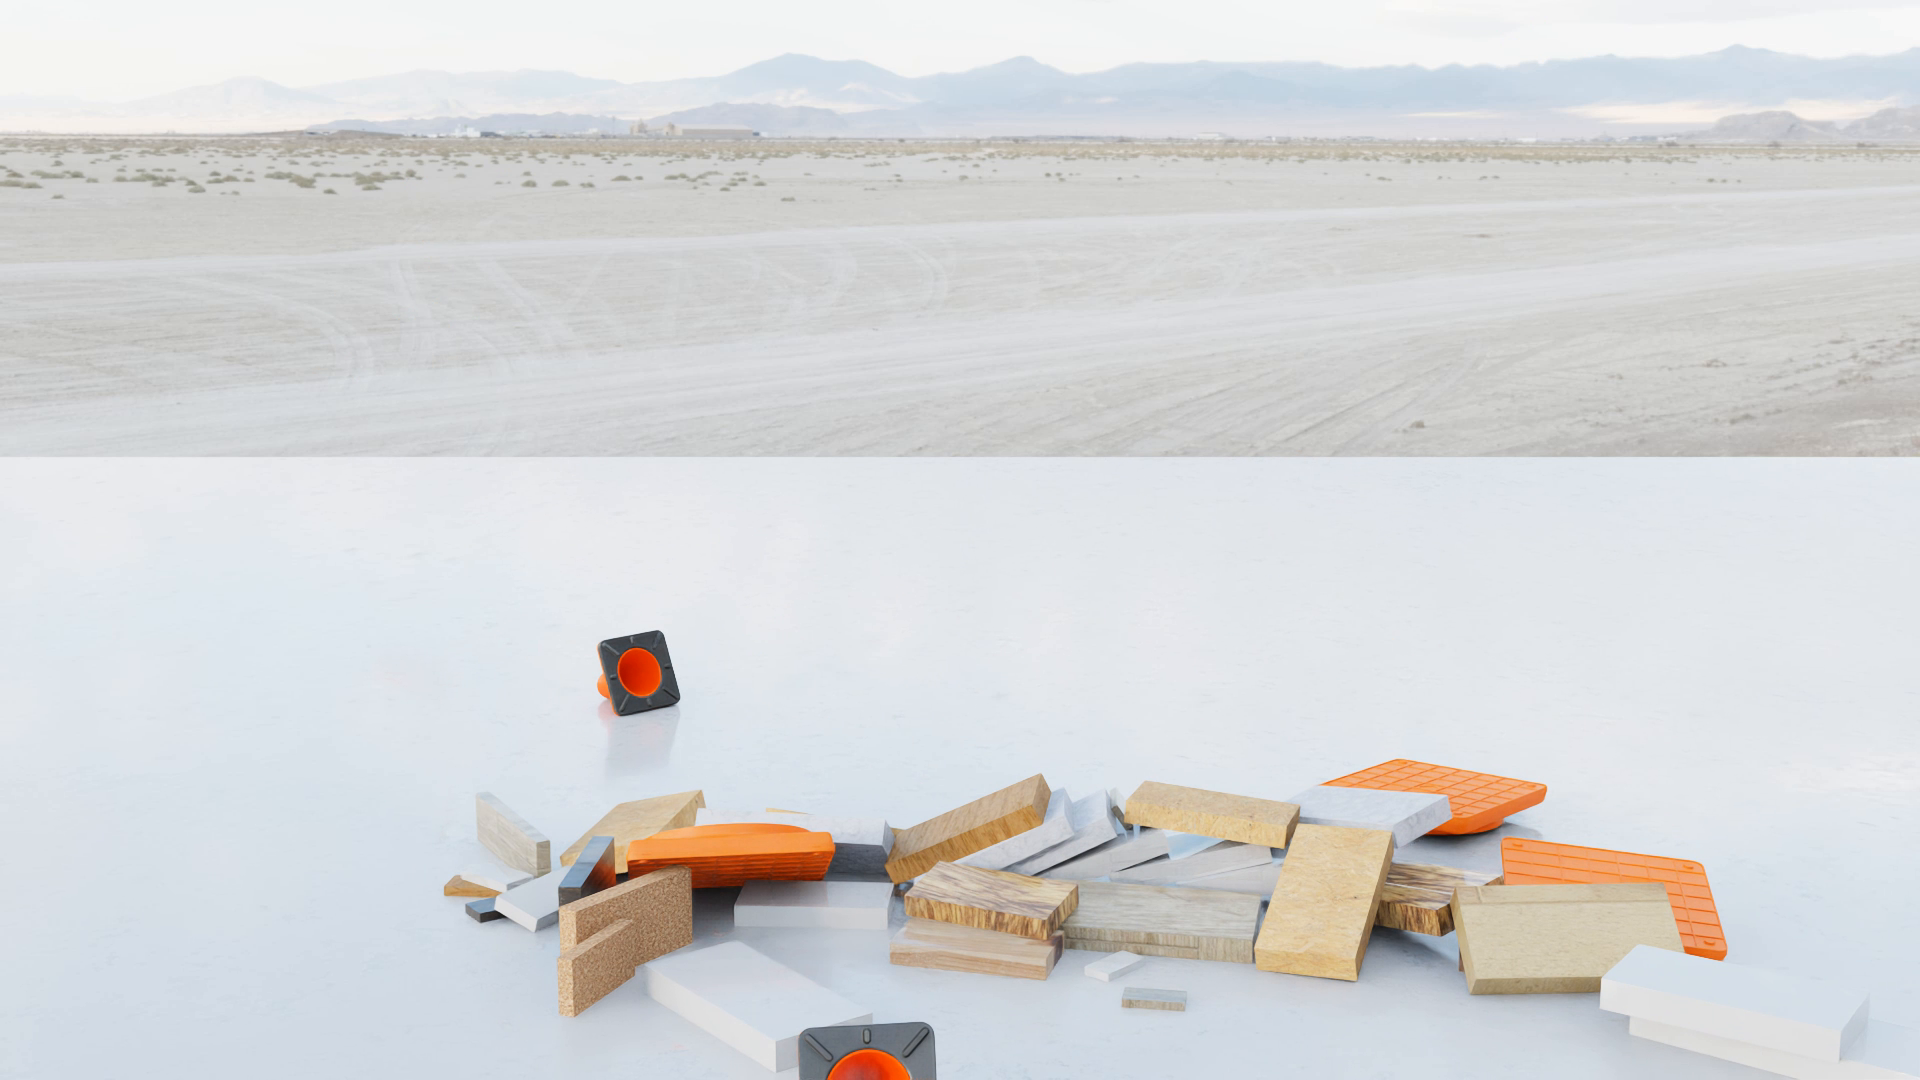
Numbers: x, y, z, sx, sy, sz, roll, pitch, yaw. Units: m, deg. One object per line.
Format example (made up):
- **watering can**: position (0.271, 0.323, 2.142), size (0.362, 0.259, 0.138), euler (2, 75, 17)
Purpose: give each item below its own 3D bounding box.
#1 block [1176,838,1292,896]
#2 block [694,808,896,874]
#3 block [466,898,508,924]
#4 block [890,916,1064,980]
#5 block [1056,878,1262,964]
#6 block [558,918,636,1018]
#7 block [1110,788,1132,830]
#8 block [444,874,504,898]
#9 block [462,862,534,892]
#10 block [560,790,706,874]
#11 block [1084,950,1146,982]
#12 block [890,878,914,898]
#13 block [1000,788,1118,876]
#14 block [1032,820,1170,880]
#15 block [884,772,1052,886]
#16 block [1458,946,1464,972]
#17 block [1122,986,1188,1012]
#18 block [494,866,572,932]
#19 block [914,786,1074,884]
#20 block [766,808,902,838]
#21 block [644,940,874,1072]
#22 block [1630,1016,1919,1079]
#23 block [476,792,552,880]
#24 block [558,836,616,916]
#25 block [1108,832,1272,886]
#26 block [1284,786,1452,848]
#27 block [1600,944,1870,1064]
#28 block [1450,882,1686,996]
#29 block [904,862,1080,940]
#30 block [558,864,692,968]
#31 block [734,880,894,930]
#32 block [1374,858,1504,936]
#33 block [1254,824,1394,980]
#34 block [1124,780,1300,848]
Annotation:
- **block**: position (0.516, 0.540, 3.636), size (0.305, 0.043, 0.153), euler (-11, 8, 11)
- **block**: position (-0.273, 0.512, 3.725), size (0.322, 0.046, 0.161), euler (2, -26, 10)
- **block**: position (-0.740, 0.597, 3.586), size (0.116, 0.016, 0.058), euler (-7, 13, -35)
- **block**: position (0.027, 0.626, 3.379), size (0.245, 0.035, 0.122), euler (3, 11, 15)
- **block**: position (0.300, 0.597, 3.452), size (0.329, 0.040, 0.143), euler (2, 21, 13)
- **block**: position (-0.533, 0.627, 3.231), size (0.025, 0.087, 0.174), euler (4, 11, 21)
- **block**: position (0.270, 0.451, 3.695), size (0.013, 0.046, 0.092), euler (-33, 9, 9)
- **block**: position (-0.797, 0.580, 3.679), size (0.116, 0.016, 0.058), euler (1, 11, 6)
- **block**: position (-0.773, 0.564, 3.676), size (0.116, 0.016, 0.058), euler (8, 13, 38)
- **block**: position (-0.566, 0.514, 3.844), size (0.161, 0.046, 0.322), euler (-11, 7, 11)
- **block**: position (0.236, 0.646, 3.333), size (0.046, 0.013, 0.092), euler (9, 14, 42)
- **block**: position (-0.092, 0.578, 3.697), size (0.046, 0.013, 0.092), euler (3, 11, 16)
- **block**: position (0.128, 0.509, 3.660), size (0.274, 0.039, 0.137), euler (-26, 11, 8)
- **block**: position (0.211, 0.526, 3.663), size (0.266, 0.038, 0.133), euler (-20, 11, 1)
- **block**: position (0.014, 0.480, 3.653), size (0.274, 0.039, 0.137), euler (-24, 11, 15)
- **block**: position (0.840, 0.638, 3.348), size (0.157, 0.022, 0.079), euler (2, 11, 12)
- **block**: position (0.284, 0.669, 3.206), size (0.092, 0.013, 0.046), euler (2, 11, 10)
- **block**: position (-0.664, 0.583, 3.578), size (0.087, 0.025, 0.174), euler (24, 20, 25)
- **block**: position (0.058, 0.504, 3.641), size (0.274, 0.039, 0.137), euler (-26, 11, 8)
- **block**: position (-0.211, 0.512, 3.888), size (0.245, 0.035, 0.122), euler (5, -8, 27)
- **block**: position (-0.293, 0.663, 3.151), size (0.161, 0.046, 0.354), euler (-8, 13, -37)
- **block**: position (1.182, 0.691, 3.003), size (0.488, 0.045, 0.160), euler (9, 13, 39)
- **block**: position (-0.776, 0.520, 3.810), size (0.025, 0.087, 0.322), euler (-6, 12, -30)
- **block**: position (-0.586, 0.565, 3.469), size (0.035, 0.123, 0.246), euler (1, 11, 3)
- **block**: position (0.380, 0.525, 3.661), size (0.266, 0.038, 0.133), euler (-13, 8, 5)
- **block**: position (0.659, 0.459, 3.665), size (0.143, 0.040, 0.285), euler (-19, 11, -38)
- **block**: position (1.070, 0.637, 3.042), size (0.320, 0.045, 0.160), euler (7, 13, 34)
- **block**: position (0.908, 0.594, 3.283), size (0.319, 0.045, 0.160), euler (-1, 48, -3)
- **block**: position (0.050, 0.566, 3.462), size (0.245, 0.035, 0.122), euler (5, 21, 26)
- **block**: position (-0.506, 0.587, 3.349), size (0.035, 0.123, 0.246), euler (8, 13, 36)
- **block**: position (-0.234, 0.591, 3.568), size (0.246, 0.035, 0.123), euler (1, 11, 4)
- **block**: position (0.700, 0.562, 3.500), size (0.153, 0.043, 0.305), euler (-19, 10, -33)
- **block**: position (0.569, 0.558, 3.417), size (0.153, 0.043, 0.305), euler (2, 32, 22)
- **block**: position (0.418, 0.453, 3.639), size (0.266, 0.038, 0.133), euler (7, 11, 17)
